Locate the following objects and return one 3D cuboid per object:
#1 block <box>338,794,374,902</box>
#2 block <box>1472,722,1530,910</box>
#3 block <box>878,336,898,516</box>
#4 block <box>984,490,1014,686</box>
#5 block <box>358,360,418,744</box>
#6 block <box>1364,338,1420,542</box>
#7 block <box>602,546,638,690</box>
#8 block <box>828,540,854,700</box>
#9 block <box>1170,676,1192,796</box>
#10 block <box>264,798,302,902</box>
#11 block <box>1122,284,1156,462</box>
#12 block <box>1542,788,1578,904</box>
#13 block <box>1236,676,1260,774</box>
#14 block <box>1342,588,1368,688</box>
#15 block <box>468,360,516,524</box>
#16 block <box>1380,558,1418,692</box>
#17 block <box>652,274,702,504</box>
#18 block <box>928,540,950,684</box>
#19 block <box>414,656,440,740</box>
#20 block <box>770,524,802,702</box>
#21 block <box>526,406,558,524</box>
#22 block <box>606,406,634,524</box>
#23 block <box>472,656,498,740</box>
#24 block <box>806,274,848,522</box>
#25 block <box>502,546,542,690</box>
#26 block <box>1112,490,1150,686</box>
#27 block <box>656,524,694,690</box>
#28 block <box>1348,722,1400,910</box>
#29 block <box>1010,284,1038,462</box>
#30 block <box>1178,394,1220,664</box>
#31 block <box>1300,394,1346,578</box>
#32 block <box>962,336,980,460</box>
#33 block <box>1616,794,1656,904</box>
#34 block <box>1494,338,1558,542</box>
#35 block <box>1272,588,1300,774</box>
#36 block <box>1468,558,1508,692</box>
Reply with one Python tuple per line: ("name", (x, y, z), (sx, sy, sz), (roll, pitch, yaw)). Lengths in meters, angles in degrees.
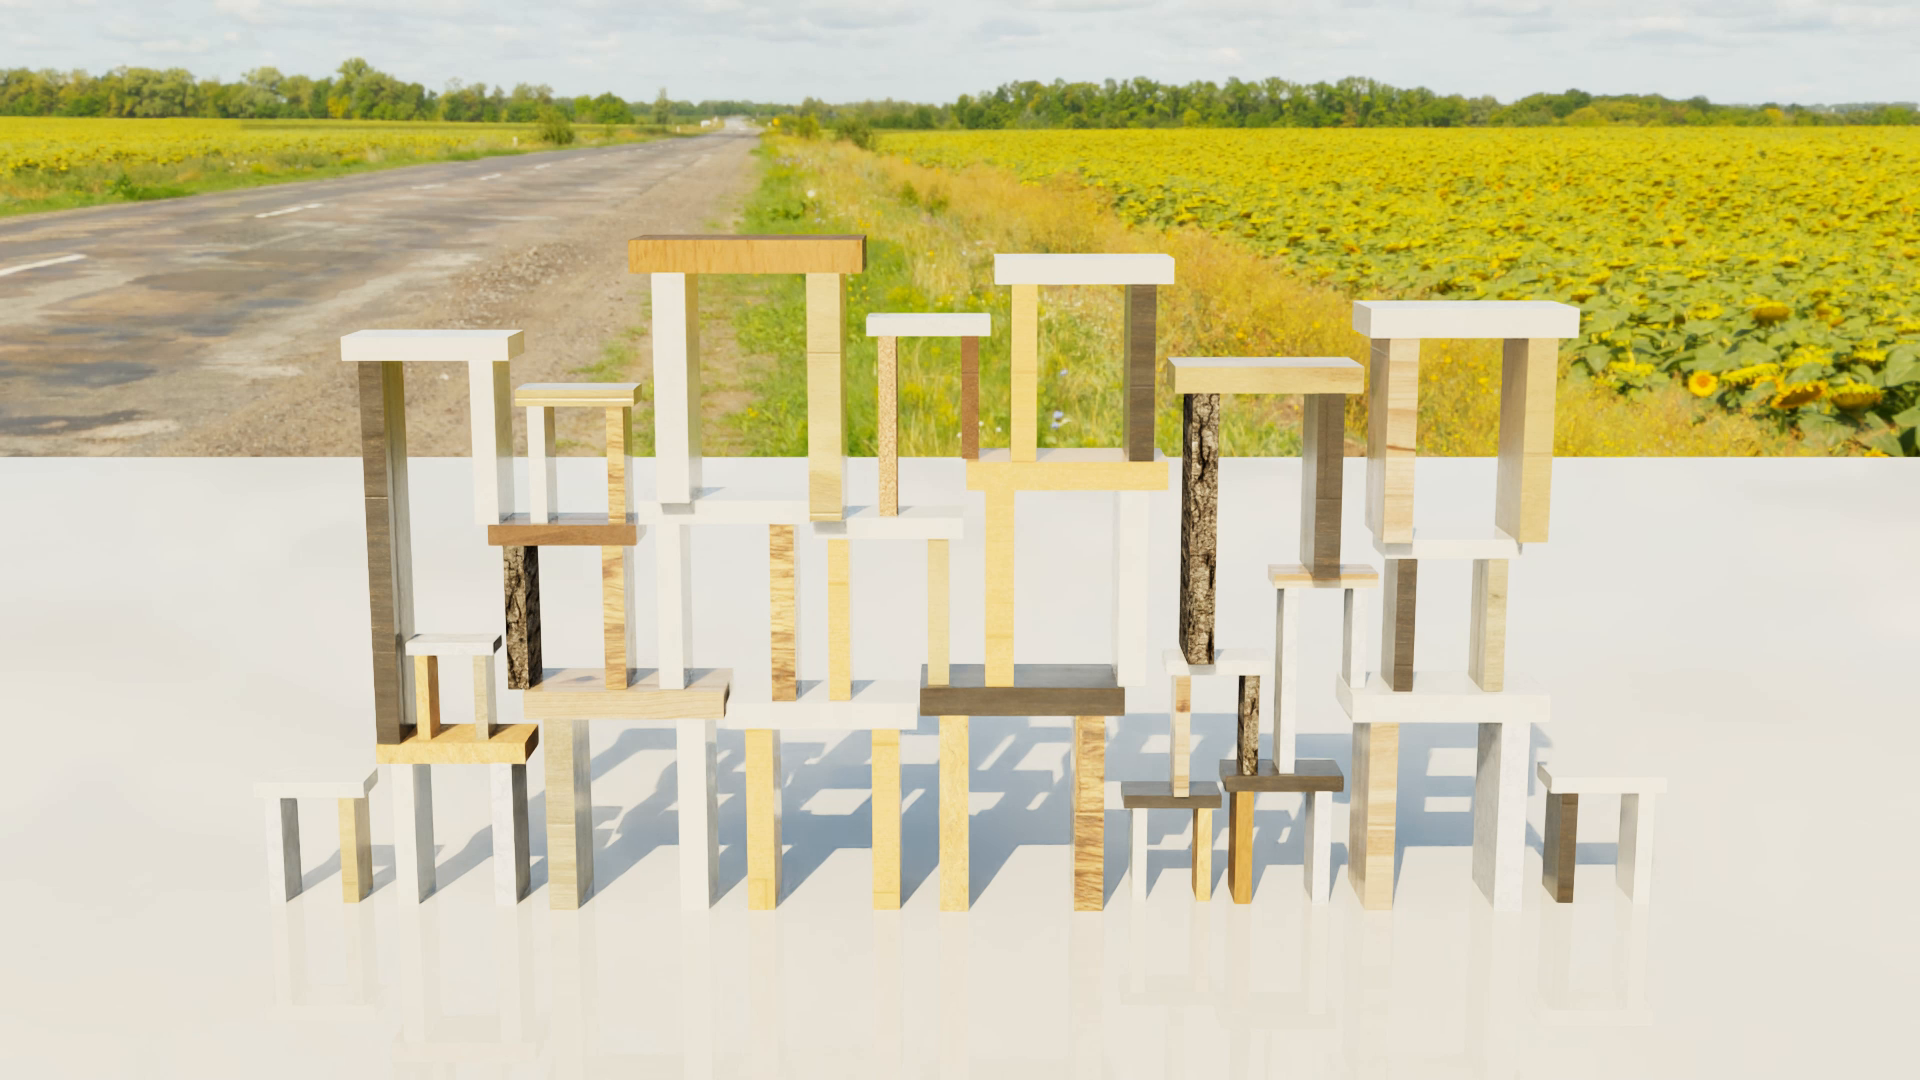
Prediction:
("block", (-1.004, 0.502, 3.652), (0.026, 0.180, 0.090), (0, 11, 0))
("block", (0.894, 0.434, 3.639), (0.045, 0.317, 0.158), (0, 11, 0))
("block", (-0.115, -0.188, 3.529), (0.028, 0.287, 0.098), (0, 11, 0))
("block", (0.063, 0.064, 3.576), (0.045, 0.319, 0.159), (0, 11, 0))
("block", (-0.925, 0.013, 3.567), (0.037, 0.622, 0.131), (0, 11, 0))
("block", (0.691, -0.169, 3.524), (0.046, 0.323, 0.162), (0, 10, 0))
("block", (-0.554, 0.114, 3.576), (0.033, 0.236, 0.118), (0, 11, 0))
("block", (-0.194, 0.118, 3.578), (0.034, 0.265, 0.119), (0, 11, 0))
("block", (0.362, 0.311, 3.614), (0.024, 0.204, 0.084), (0, 11, 0))
("block", (-1.124, 0.502, 3.652), (0.026, 0.180, 0.090), (0, 11, 0))
("block", (0.286, -0.273, 3.507), (0.039, 0.278, 0.139), (0, 11, 0))
("block", (0.997, 0.497, 3.653), (0.027, 0.188, 0.094), (0, 11, 0))
("block", (0.473, 0.293, 3.610), (0.024, 0.167, 0.084), (0, 11, 0))
("block", (0.645, 0.152, 3.592), (0.024, 0.166, 0.083), (0, 10, 0))
("block", (-0.751, -0.164, 3.533), (0.037, 0.261, 0.131), (0, 11, 0))
("block", (0.714, 0.127, 3.580), (0.031, 0.219, 0.109), (0, 10, 0))
("block", (-0.451, -0.251, 3.511), (0.051, 0.359, 0.180), (0, 11, 0))
("block", (-0.035, 0.105, 3.576), (0.034, 0.239, 0.119), (0, 11, 0))
("block", (-0.873, 0.250, 3.606), (0.020, 0.141, 0.071), (0, 11, 0))
("block", (-0.283, 0.105, 3.580), (0.038, 0.289, 0.135), (0, 11, 0))
("block", (-0.671, -0.128, 3.537), (0.027, 0.187, 0.094), (0, 11, 0))
("block", (-0.547, -0.128, 3.537), (0.027, 0.187, 0.094), (0, 11, 0))
("block", (-0.779, 0.250, 3.606), (0.020, 0.141, 0.071), (0, 11, 0))
("block", (-0.211, -0.237, 3.514), (0.051, 0.388, 0.180), (0, 11, 0))
("block", (-0.711, 0.114, 3.576), (0.033, 0.236, 0.118), (0, 11, 0))
("block", (0.276, 0.064, 3.576), (0.045, 0.319, 0.159), (0, 11, 0))
("block", (-0.464, 0.096, 3.579), (0.038, 0.271, 0.135), (0, 11, 0))
("block", (0.683, 0.434, 3.639), (0.045, 0.317, 0.158), (0, 11, 0))
("block", (0.100, -0.273, 3.507), (0.039, 0.278, 0.139), (0, 11, 0))
("block", (0.386, -0.028, 3.557), (0.042, 0.437, 0.148), (0, 11, 0))
("block", (0.583, -0.098, 3.544), (0.042, 0.295, 0.148), (0, 11, 0))
("block", (0.016, -0.233, 3.521), (0.028, 0.195, 0.098), (0, 11, 0))
("block", (1.122, 0.497, 3.653), (0.027, 0.188, 0.094), (0, 11, 0))
("block", (0.907, -0.170, 3.525), (0.046, 0.323, 0.162), (0, 10, 0))
("block", (0.534, 0.222, 3.605), (0.024, 0.309, 0.083), (0, 11, 0))
("block", (0.860, 0.127, 3.580), (0.031, 0.219, 0.109), (0, 10, 0))
